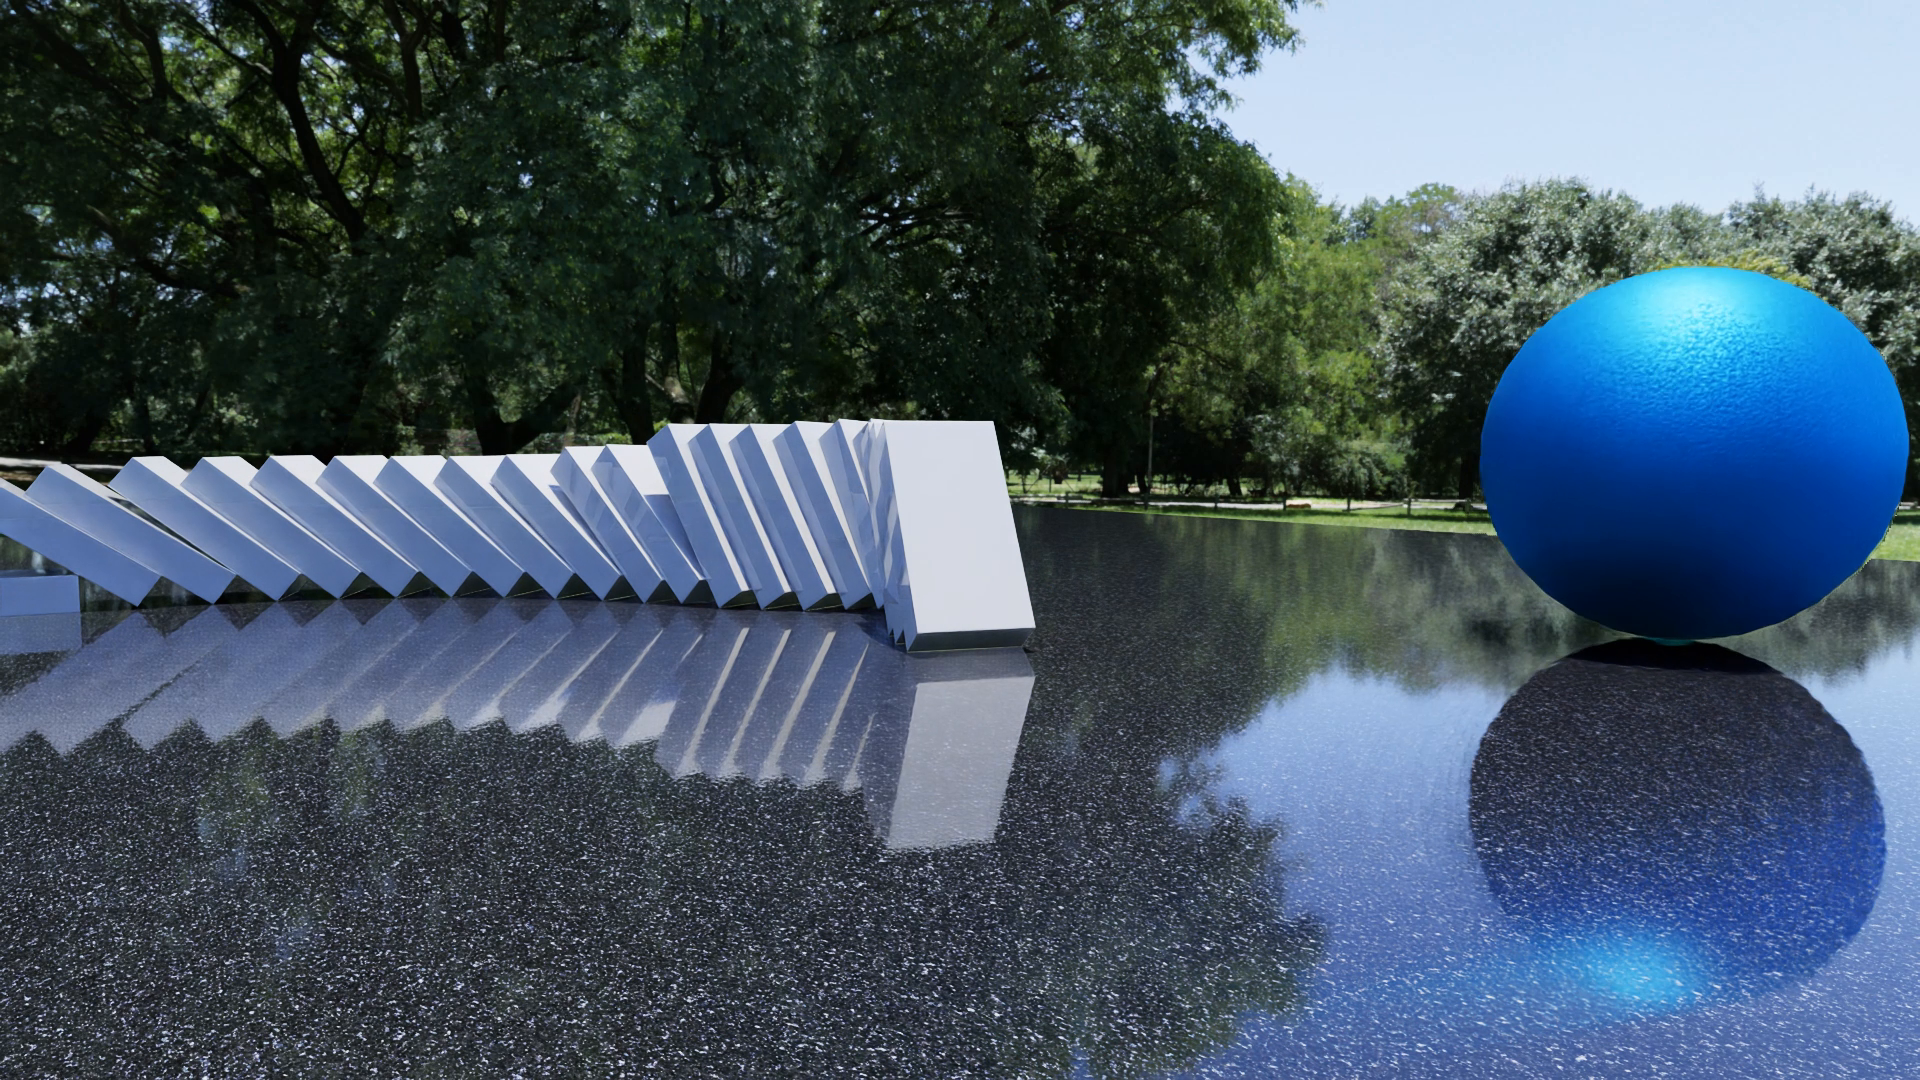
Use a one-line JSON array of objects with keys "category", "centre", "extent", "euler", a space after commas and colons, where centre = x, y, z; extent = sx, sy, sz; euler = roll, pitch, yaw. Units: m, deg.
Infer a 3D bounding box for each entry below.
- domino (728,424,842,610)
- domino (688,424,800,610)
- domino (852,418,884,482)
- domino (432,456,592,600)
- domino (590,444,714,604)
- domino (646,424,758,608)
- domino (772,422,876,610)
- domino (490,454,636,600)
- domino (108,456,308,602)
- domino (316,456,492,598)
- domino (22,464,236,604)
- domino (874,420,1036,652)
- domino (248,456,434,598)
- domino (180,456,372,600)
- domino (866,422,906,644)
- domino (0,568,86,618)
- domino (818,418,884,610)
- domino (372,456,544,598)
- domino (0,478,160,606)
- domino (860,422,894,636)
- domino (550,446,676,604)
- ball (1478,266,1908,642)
[{"category": "domino", "centre": [-0.040, -0.007, 0.340], "extent": [0.010, 0.050, 0.025], "euler": [-34, -15, 31]}, {"category": "domino", "centre": [-0.051, -0.007, 0.343], "extent": [0.009, 0.050, 0.025], "euler": [-34, -15, 31]}, {"category": "domino", "centre": [-0.008, -0.006, 0.323], "extent": [0.025, 0.050, 0.009], "euler": [1, -30, -37]}, {"category": "domino", "centre": [-0.123, -0.004, 0.367], "extent": [0.050, 0.009, 0.025], "euler": [41, 14, 10]}, {"category": "domino", "centre": [-0.078, -0.005, 0.354], "extent": [0.050, 0.009, 0.025], "euler": [51, 28, 21]}, {"category": "domino", "centre": [-0.063, -0.007, 0.346], "extent": [0.009, 0.050, 0.025], "euler": [-34, -15, 31]}, {"category": "domino", "centre": [-0.029, -0.007, 0.338], "extent": [0.009, 0.050, 0.025], "euler": [-34, -17, 31]}, {"category": "domino", "centre": [-0.107, -0.004, 0.364], "extent": [0.050, 0.009, 0.025], "euler": [43, 19, 15]}, {"category": "domino", "centre": [-0.204, -0.003, 0.353], "extent": [0.050, 0.009, 0.025], "euler": [40, -7, -15]}, {"category": "domino", "centre": [-0.156, -0.005, 0.368], "extent": [0.050, 0.010, 0.025], "euler": [40, 7, 1]}, {"category": "domino", "centre": [-0.219, -0.002, 0.342], "extent": [0.050, 0.009, 0.025], "euler": [37, -12, -23]}, {"category": "domino", "centre": [-0.002, -0.002, 0.273], "extent": [0.025, 0.050, 0.009], "euler": [-1, -27, -18]}, {"category": "domino", "centre": [-0.172, -0.004, 0.364], "extent": [0.050, 0.009, 0.025], "euler": [39, 2, -5]}, {"category": "domino", "centre": [-0.188, -0.004, 0.359], "extent": [0.050, 0.010, 0.025], "euler": [39, -2, -10]}, {"category": "domino", "centre": [-0.005, -0.002, 0.284], "extent": [0.025, 0.050, 0.009], "euler": [-1, -28, -18]}, {"category": "domino", "centre": [-0.250, 0.014, 0.321], "extent": [0.050, 0.009, 0.025], "euler": [-3, 5, -31]}, {"category": "domino", "centre": [-0.017, -0.007, 0.332], "extent": [0.025, 0.050, 0.009], "euler": [1, -30, -44]}, {"category": "domino", "centre": [-0.140, -0.005, 0.368], "extent": [0.050, 0.009, 0.025], "euler": [40, 9, 4]}, {"category": "domino", "centre": [-0.233, -0.001, 0.331], "extent": [0.050, 0.009, 0.025], "euler": [39, -16, -27]}, {"category": "domino", "centre": [-0.007, -0.003, 0.295], "extent": [0.025, 0.050, 0.010], "euler": [-1, -28, -18]}, {"category": "domino", "centre": [-0.090, -0.005, 0.359], "extent": [0.050, 0.009, 0.025], "euler": [50, 27, 19]}, {"category": "ball", "centre": [0.155, -0.018, 0.277], "extent": [0.080, 0.080, 0.080], "euler": [0, 4, 0]}]
